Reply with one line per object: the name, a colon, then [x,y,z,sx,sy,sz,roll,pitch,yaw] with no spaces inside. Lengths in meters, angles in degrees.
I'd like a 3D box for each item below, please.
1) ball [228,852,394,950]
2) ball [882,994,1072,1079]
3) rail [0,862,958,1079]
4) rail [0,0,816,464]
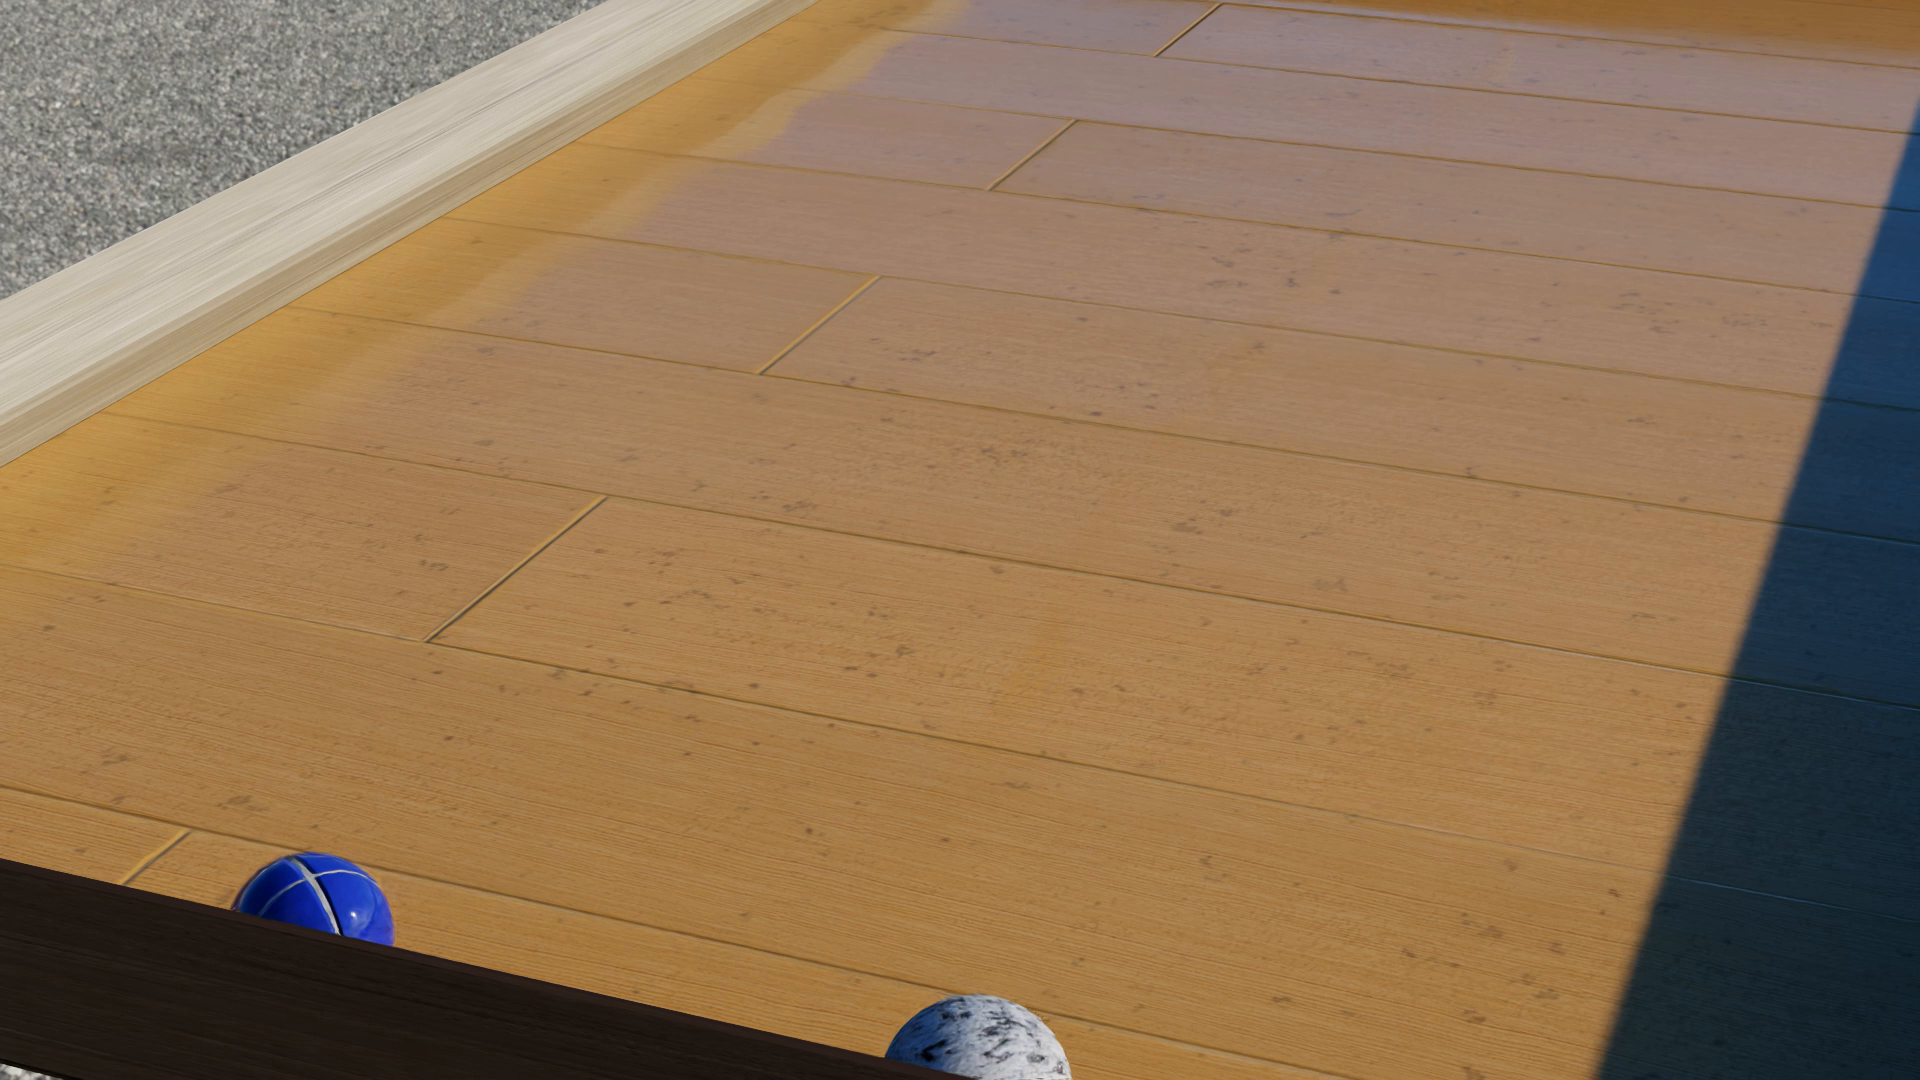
ball: [-0.324,0.197,1.465,0.083,0.083,0.083,0,24,0]
ball: [0.007,0.252,1.338,0.090,0.090,0.090,0,24,0]
rail: [-0.239,0.229,1.354,1.432,0.116,0.045,9,26,19]
rail: [-0.397,-0.392,2.719,0.045,0.116,2.726,9,26,19]
